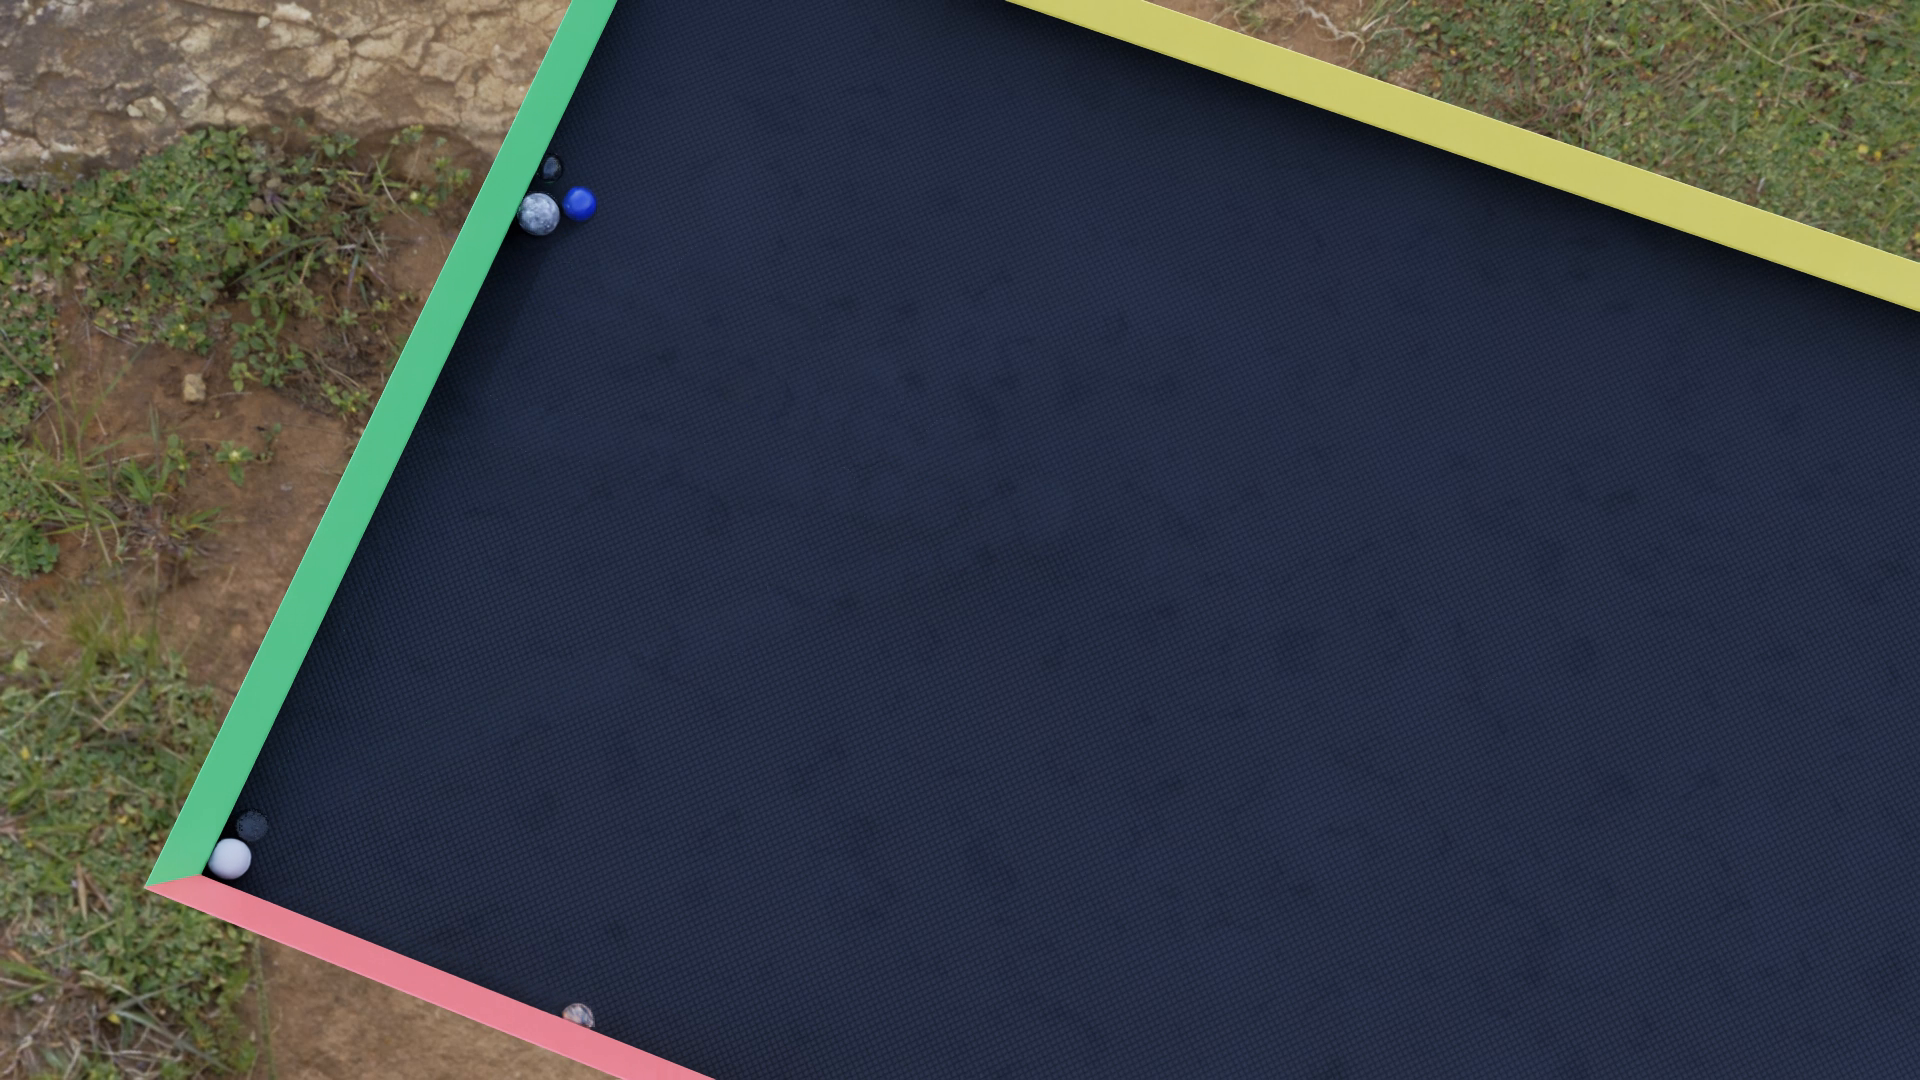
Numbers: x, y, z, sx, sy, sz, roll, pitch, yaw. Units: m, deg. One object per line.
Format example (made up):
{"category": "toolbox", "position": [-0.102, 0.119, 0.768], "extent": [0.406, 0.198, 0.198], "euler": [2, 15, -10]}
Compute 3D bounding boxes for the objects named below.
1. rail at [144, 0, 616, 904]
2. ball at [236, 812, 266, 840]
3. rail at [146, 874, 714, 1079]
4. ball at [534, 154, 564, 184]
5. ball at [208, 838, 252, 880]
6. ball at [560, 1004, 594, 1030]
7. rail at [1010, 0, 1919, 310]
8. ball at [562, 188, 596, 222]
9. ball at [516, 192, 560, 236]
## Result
{"category": "rail", "position": [-0.813, -0.308, 3.427], "extent": [0.045, 0.117, 1.845], "euler": [20, 75, 6]}
{"category": "ball", "position": [-1.049, 0.423, 3.256], "extent": [0.044, 0.044, 0.044], "euler": [0, 74, 0]}
{"category": "rail", "position": [0.514, 1.105, 3.022], "extent": [3.576, 0.117, 0.045], "euler": [20, 75, 6]}
{"category": "ball", "position": [-0.663, -0.600, 3.548], "extent": [0.048, 0.048, 0.048], "euler": [0, 74, 0]}
{"category": "ball", "position": [-1.075, 0.469, 3.234], "extent": [0.061, 0.061, 0.061], "euler": [0, 74, 0]}
{"category": "ball", "position": [-0.554, 0.693, 3.177], "extent": [0.048, 0.048, 0.048], "euler": [0, 74, 0]}
{"category": "rail", "position": [1.156, -0.509, 3.485], "extent": [3.576, 0.117, 0.045], "euler": [20, 75, 6]}
{"category": "ball", "position": [-0.611, -0.538, 3.527], "extent": [0.053, 0.053, 0.053], "euler": [0, 74, 0]}
{"category": "ball", "position": [-0.674, -0.520, 3.515], "extent": [0.068, 0.068, 0.068], "euler": [0, 74, 0]}
